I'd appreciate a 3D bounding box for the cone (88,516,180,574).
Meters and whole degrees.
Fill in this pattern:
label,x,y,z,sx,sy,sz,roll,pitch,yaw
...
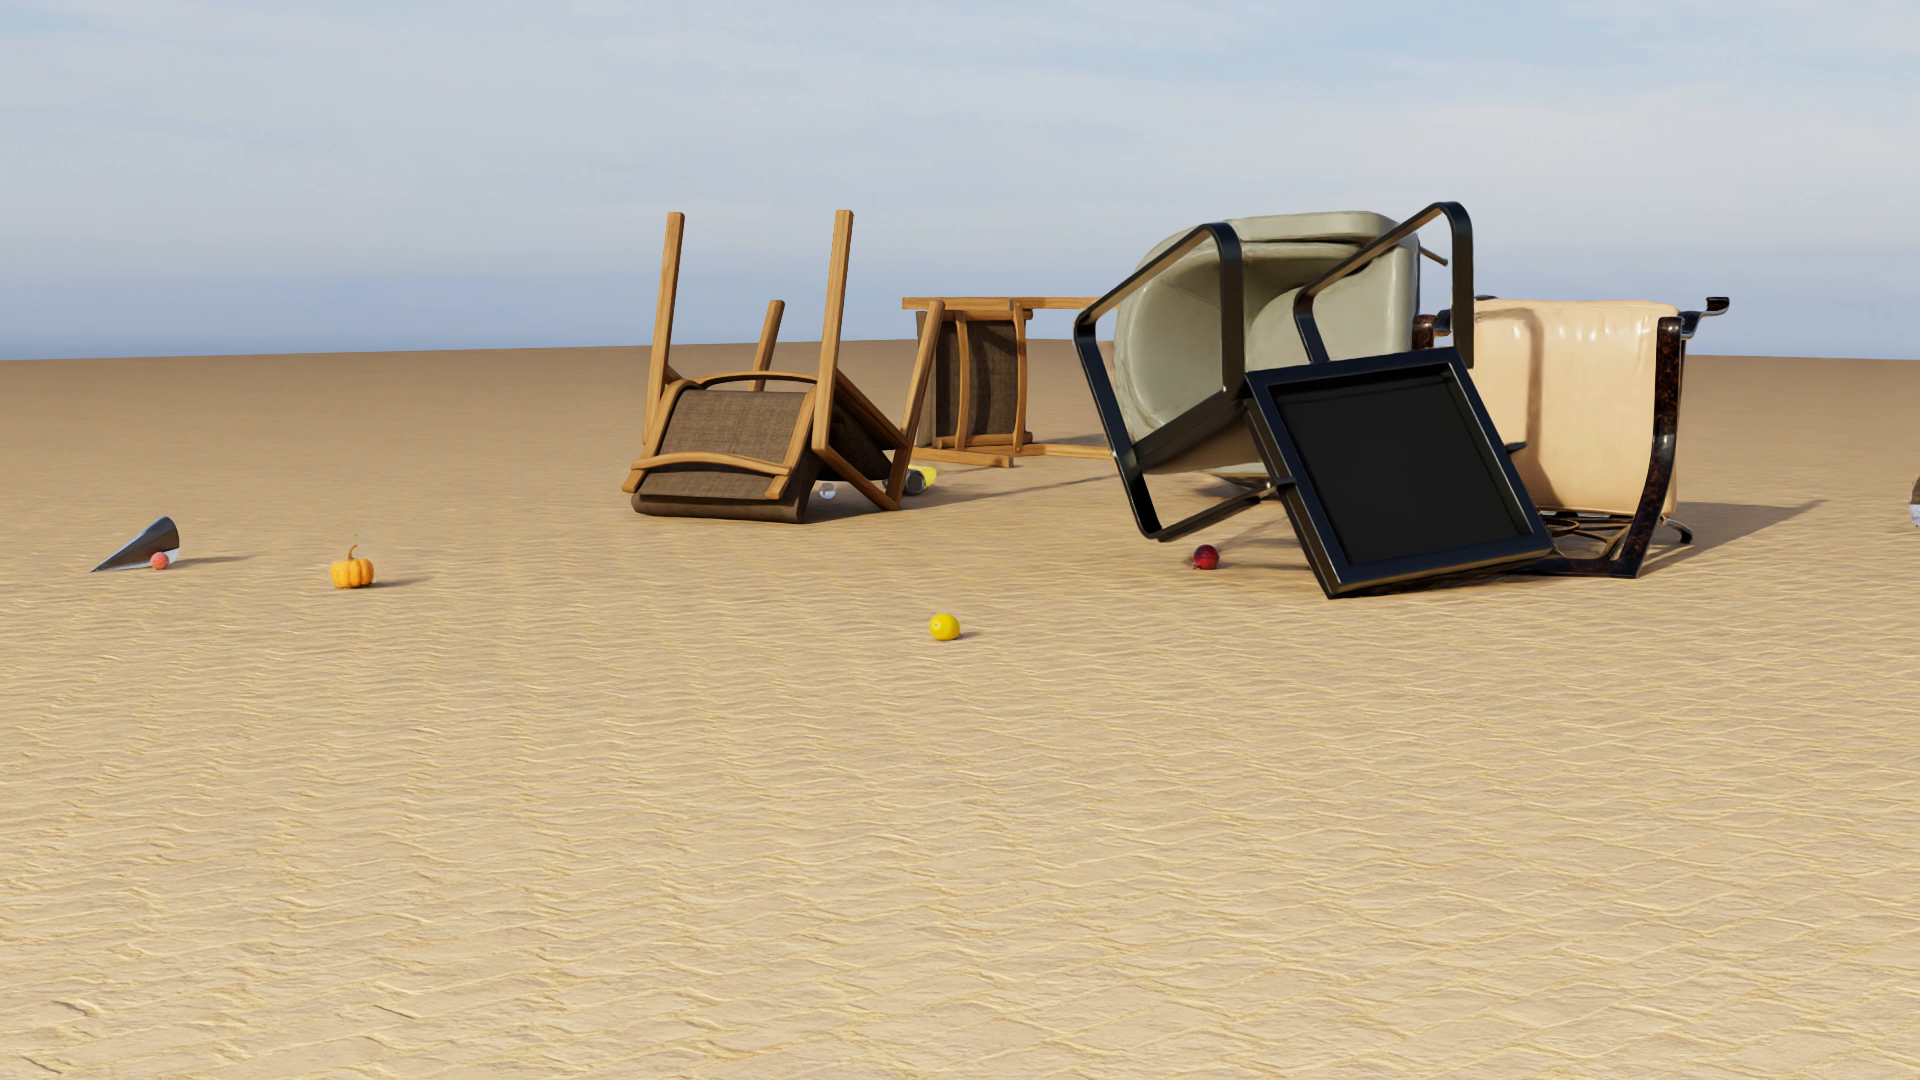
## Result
label,x,y,z,sx,sy,sz,roll,pitch,yaw
cone,-1.871,0.037,5.767,0.202,0.092,0.152,-29,-17,-42

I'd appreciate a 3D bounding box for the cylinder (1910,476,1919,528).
label,x,y,z,sx,sy,sz,roll,pitch,yaw
cylinder,2.639,-0.107,6.663,0.252,0.152,0.232,0,-13,-1

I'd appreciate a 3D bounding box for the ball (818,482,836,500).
label,x,y,z,sx,sy,sz,roll,pitch,yaw
ball,-0.392,-0.146,7.581,0.050,0.050,0.050,0,6,0

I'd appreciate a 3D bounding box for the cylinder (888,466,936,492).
label,x,y,z,sx,sy,sz,roll,pitch,yaw
cylinder,-0.148,-0.190,7.901,0.111,0.058,0.116,-36,25,-30
